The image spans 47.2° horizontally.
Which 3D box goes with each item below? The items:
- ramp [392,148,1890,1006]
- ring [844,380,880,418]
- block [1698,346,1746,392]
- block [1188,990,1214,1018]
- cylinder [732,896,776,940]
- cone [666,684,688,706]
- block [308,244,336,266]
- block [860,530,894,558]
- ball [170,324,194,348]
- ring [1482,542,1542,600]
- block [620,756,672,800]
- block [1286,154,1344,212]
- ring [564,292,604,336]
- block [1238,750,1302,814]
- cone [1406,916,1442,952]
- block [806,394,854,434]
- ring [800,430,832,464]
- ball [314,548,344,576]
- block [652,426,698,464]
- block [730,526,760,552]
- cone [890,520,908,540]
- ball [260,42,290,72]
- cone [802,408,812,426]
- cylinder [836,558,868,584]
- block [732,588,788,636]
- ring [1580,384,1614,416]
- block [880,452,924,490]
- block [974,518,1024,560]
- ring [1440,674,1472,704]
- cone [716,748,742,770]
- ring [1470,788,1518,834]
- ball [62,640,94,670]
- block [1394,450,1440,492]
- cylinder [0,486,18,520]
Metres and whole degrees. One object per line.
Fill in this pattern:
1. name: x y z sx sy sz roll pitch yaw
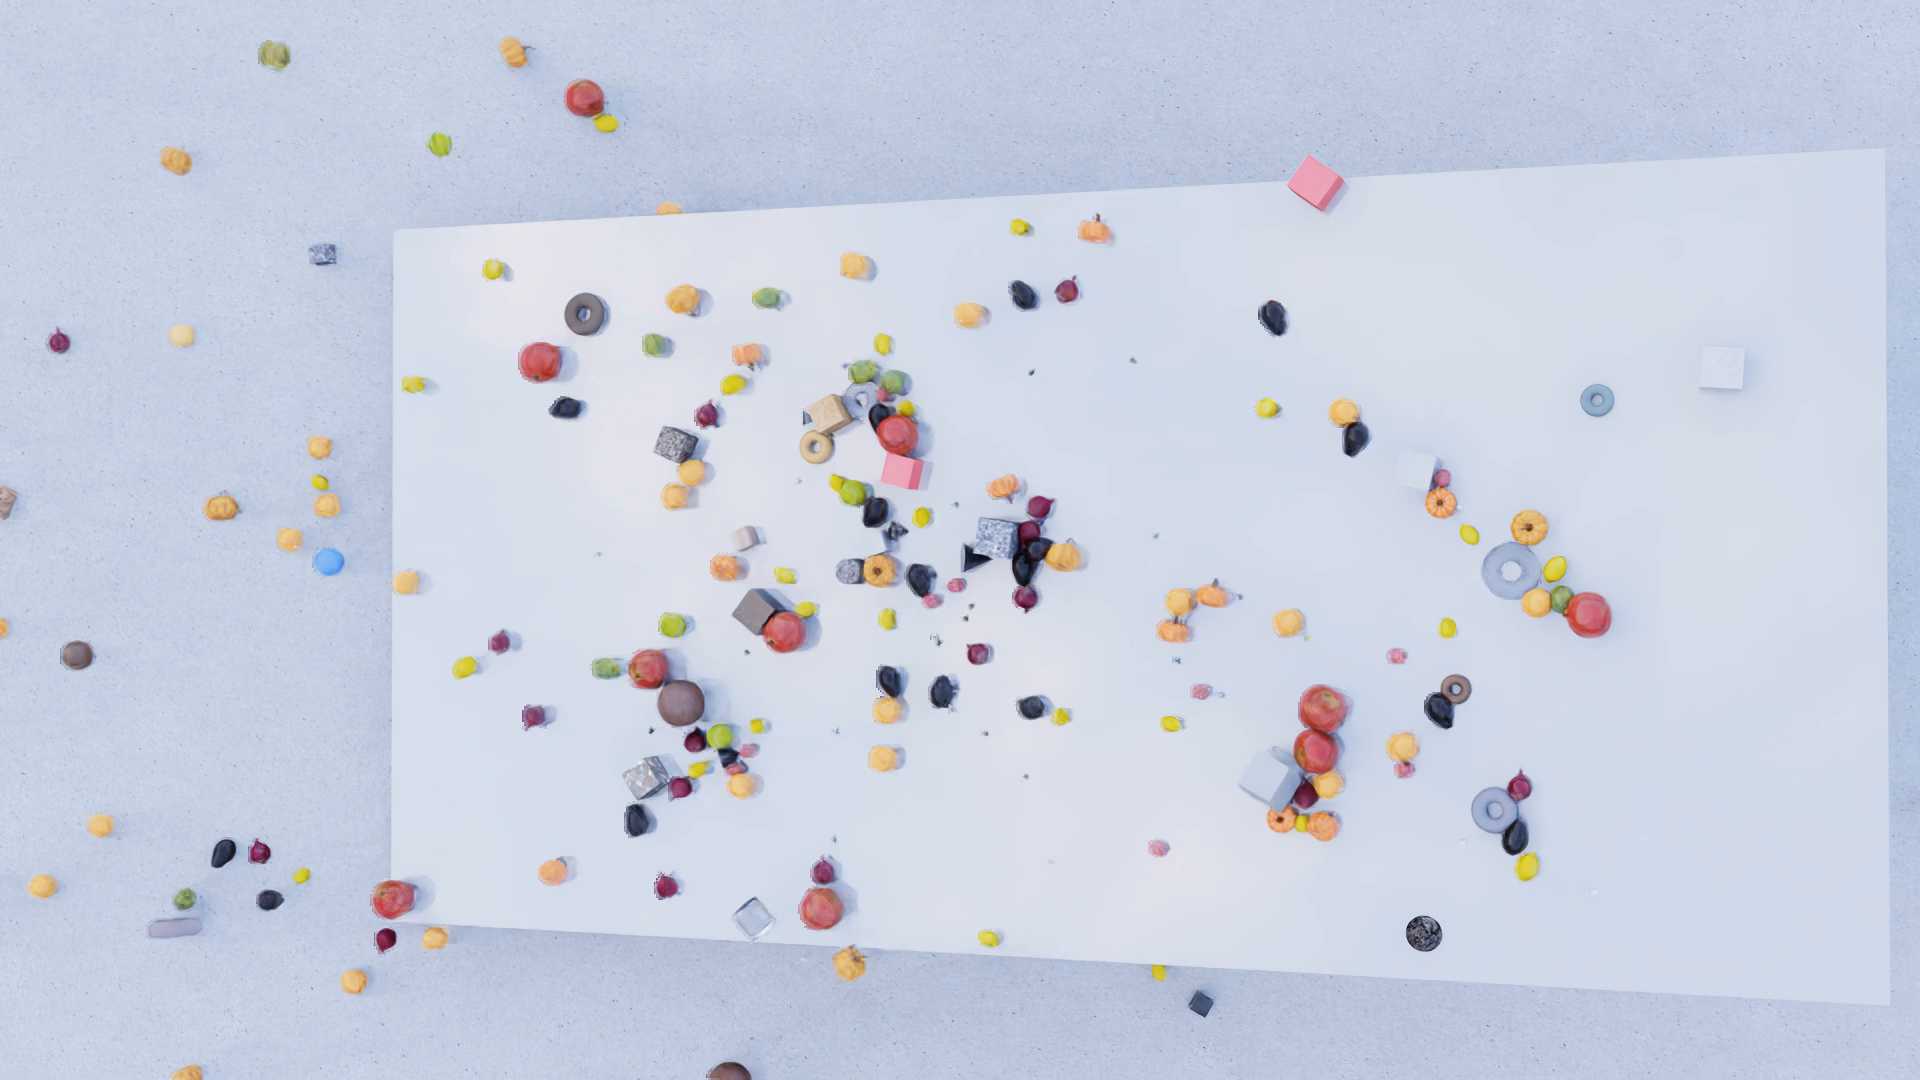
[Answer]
1. ramp: 0.276 0.093 5.793 4.000 0.100 2.000 0 89 18
2. ring: -0.264 -0.377 5.904 0.105 0.035 0.105 -1 88 18
3. block: 1.802 -0.404 5.203 0.095 0.095 0.095 4 91 18
4. block: 0.703 1.354 6.413 0.051 0.051 0.051 30 89 0
5. cylinder: -0.555 1.025 5.952 0.085 0.085 0.085 -43 77 -1
6. cone: -0.777 0.426 6.061 0.067 0.067 0.067 -1 89 -9
7. block: -1.865 -0.836 6.435 0.054 0.054 0.054 -6 89 21
8. block: -0.221 0.010 5.872 0.057 0.057 0.057 -20 83 17
9. ball: -2.276 -0.598 6.431 0.070 0.070 0.070 0 89 0
10. ring: 1.346 0.076 5.369 0.143 0.048 0.143 0 90 17
11. block: -0.862 0.655 6.057 0.084 0.084 0.084 -37 79 14
12. block: 0.890 -0.893 5.506 0.094 0.094 0.094 38 100 15
13. ring: -1.052 -0.633 6.160 0.121 0.040 0.121 -1 88 18
14. block: 0.774 0.604 5.494 0.100 0.100 0.100 28 82 35
15. cone: 1.135 0.974 5.402 0.090 0.090 0.090 0 89 18
16. block: -0.349 -0.337 5.907 0.079 0.079 0.079 -27 81 16
17. ring: -0.391 -0.252 5.945 0.094 0.031 0.094 0 90 17
18. ball: -1.836 0.064 6.403 0.083 0.083 0.083 0 89 0
19. block: -0.782 -0.261 6.046 0.079 0.079 0.079 25 97 17
20. block: -0.585 -0.004 5.992 0.054 0.054 0.054 -22 83 16
21. cone: -0.159 -0.023 5.870 0.053 0.053 0.053 3 89 -9
22. ball: -2.003 -1.416 6.435 0.086 0.086 0.086 0 89 0
23. cone: -0.402 -0.332 5.954 0.050 0.050 0.050 2 89 -8
24. cylinder: -0.289 0.084 5.886 0.070 0.070 0.070 0 89 18
25. block: -0.544 0.195 5.957 0.090 0.090 0.090 39 101 15
26. ring: 1.542 -0.338 5.322 0.080 0.027 0.080 0 91 18
27. block: -0.153 -0.182 5.841 0.080 0.080 0.080 15 94 18
28. block: 0.100 -0.004 5.749 0.094 0.094 0.094 10 92 18
29. ring: 1.221 0.367 5.417 0.075 0.025 0.075 0 90 18
30. cone: -0.626 0.590 6.011 0.062 0.062 0.062 -18 89 -10
31. ring: 1.307 0.662 5.378 0.114 0.038 0.114 -1 87 20
32. ball: -2.572 0.336 6.411 0.086 0.086 0.086 0 89 0
33. block: 1.126 -0.171 5.423 0.086 0.086 0.086 14 93 18
34. cylinder: -2.807 -0.114 6.418 0.082 0.082 0.082 23 89 0
